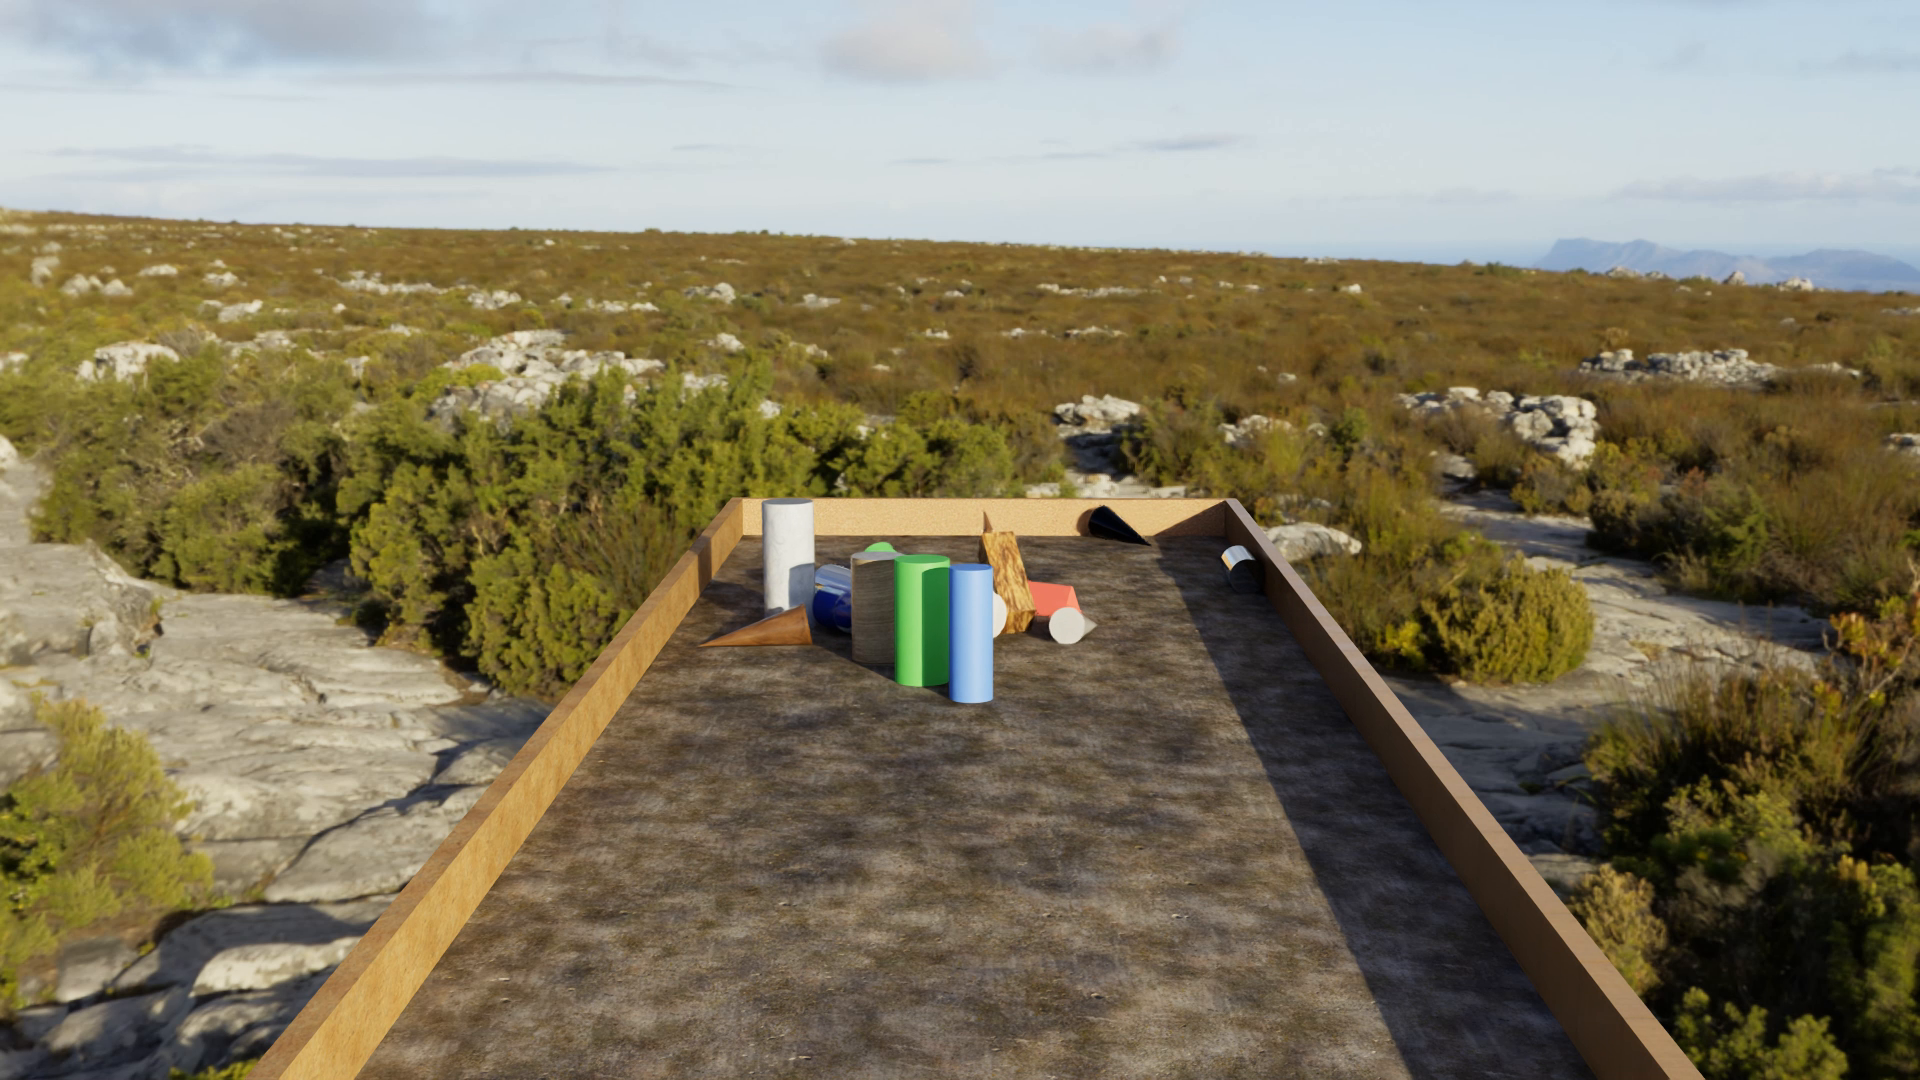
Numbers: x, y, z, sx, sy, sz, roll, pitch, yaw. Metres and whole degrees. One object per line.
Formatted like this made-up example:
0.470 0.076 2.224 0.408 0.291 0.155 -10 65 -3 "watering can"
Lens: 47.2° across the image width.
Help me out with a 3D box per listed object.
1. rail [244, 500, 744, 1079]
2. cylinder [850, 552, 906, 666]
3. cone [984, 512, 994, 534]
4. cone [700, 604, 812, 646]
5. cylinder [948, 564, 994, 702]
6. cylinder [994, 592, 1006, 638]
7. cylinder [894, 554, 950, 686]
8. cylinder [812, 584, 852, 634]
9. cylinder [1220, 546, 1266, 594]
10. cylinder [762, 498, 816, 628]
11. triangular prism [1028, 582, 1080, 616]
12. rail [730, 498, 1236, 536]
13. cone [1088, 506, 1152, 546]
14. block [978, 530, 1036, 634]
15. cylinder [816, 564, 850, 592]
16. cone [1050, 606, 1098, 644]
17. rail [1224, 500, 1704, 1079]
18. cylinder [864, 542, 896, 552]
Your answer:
-1.004 0.839 3.234 0.050 0.150 12.000 0 9 1 "rail"
-0.248 0.206 6.686 0.166 0.321 0.166 0 9 0 "cylinder"
0.111 0.062 7.355 0.146 0.394 0.146 -8 -29 -4 "cone"
-0.652 0.299 6.907 0.360 0.135 0.135 -12 10 -4 "cone"
0.031 0.260 6.171 0.124 0.374 0.124 0 9 0 "cylinder"
0.002 0.214 7.128 0.167 0.167 0.373 -4 10 -22 "cylinder"
-0.110 0.232 6.397 0.162 0.359 0.162 0 9 0 "cylinder"
-0.299 0.241 7.032 0.144 0.144 0.421 -6 11 -36 "cylinder"
1.020 0.106 7.935 0.127 0.127 0.302 0 9 1 "cylinder"
-0.559 0.079 7.186 0.169 0.413 0.169 -1 9 0 "cylinder"
0.219 0.188 7.496 0.377 0.098 0.113 6 11 33 "triangular prism"
0.099 -0.098 9.147 2.100 0.150 0.050 0 9 1 "rail"
0.678 -0.026 8.961 0.136 0.136 0.310 -7 24 -39 "cone"
0.151 0.137 7.174 0.108 0.108 0.338 -5 50 -13 "block"
-0.357 0.179 7.419 0.145 0.145 0.370 -5 10 -31 "cylinder"
0.396 0.275 7.087 0.118 0.118 0.330 3 -1 21 "cone"
1.046 0.843 3.208 0.050 0.150 12.000 0 9 1 "rail"
-0.198 0.158 7.127 0.130 0.130 0.328 -6 41 -33 "cylinder"
